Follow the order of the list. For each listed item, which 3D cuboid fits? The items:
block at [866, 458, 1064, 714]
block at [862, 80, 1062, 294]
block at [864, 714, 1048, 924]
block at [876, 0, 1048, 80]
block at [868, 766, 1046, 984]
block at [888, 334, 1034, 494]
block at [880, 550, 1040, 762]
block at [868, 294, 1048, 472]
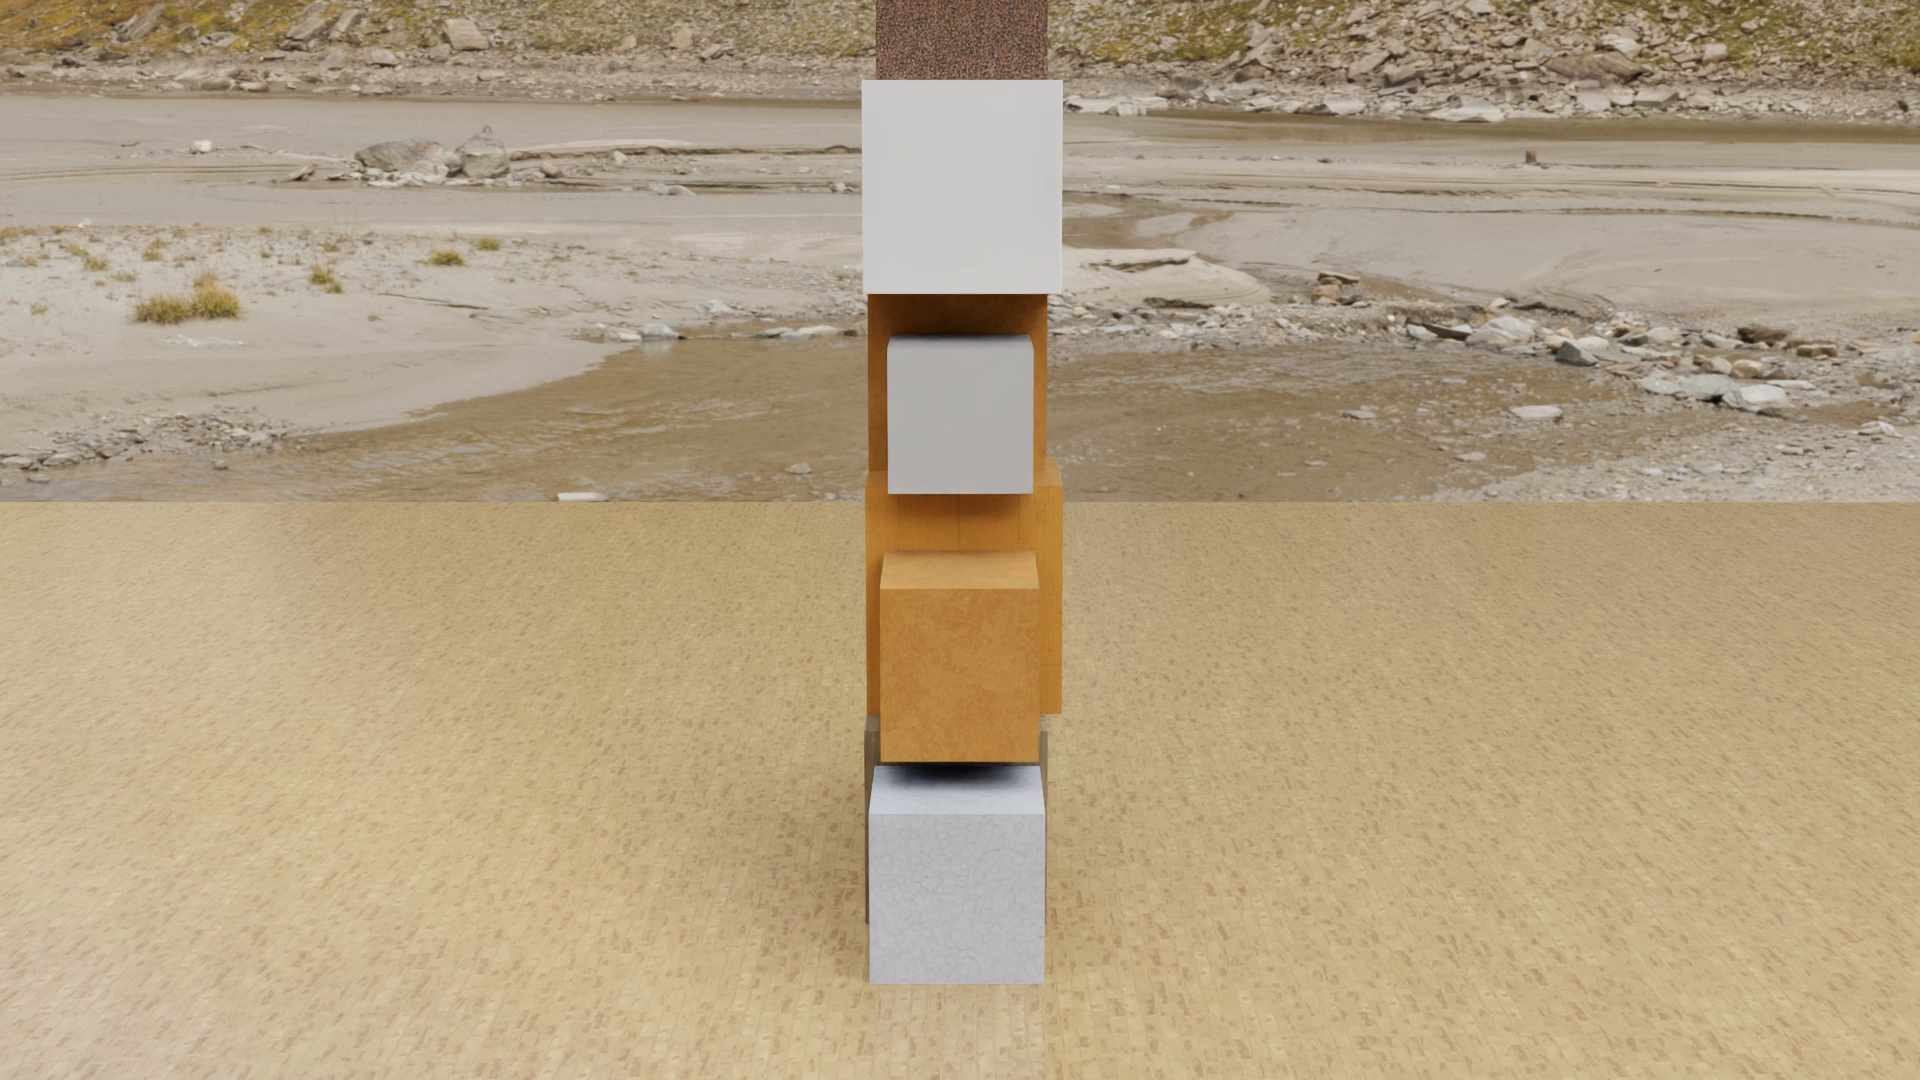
[{"bbox_3d":[0.017,0.184,11.174,0.825,0.978,0.811,0,10,0],"label":"block"},{"bbox_3d":[0.009,-1.515,10.905,0.818,0.869,0.807,0,10,0],"label":"block"},{"bbox_3d":[-0.017,1.128,11.037,0.757,0.831,0.779,0,10,0],"label":"block"},{"bbox_3d":[0.007,-2.306,10.761,0.702,0.739,0.612,0,10,0],"label":"block"},{"bbox_3d":[-0.011,1.333,10.312,0.682,0.687,0.700,0,10,0],"label":"block"},{"bbox_3d":[0.002,-0.536,10.737,0.594,0.595,0.594,0,10,0],"label":"block"},{"bbox_3d":[-0.001,0.460,10.434,0.624,0.705,0.700,0,12,0],"label":"block"},{"bbox_3d":[-0.011,-0.750,11.351,0.768,0.797,0.671,0,10,0],"label":"block"}]
